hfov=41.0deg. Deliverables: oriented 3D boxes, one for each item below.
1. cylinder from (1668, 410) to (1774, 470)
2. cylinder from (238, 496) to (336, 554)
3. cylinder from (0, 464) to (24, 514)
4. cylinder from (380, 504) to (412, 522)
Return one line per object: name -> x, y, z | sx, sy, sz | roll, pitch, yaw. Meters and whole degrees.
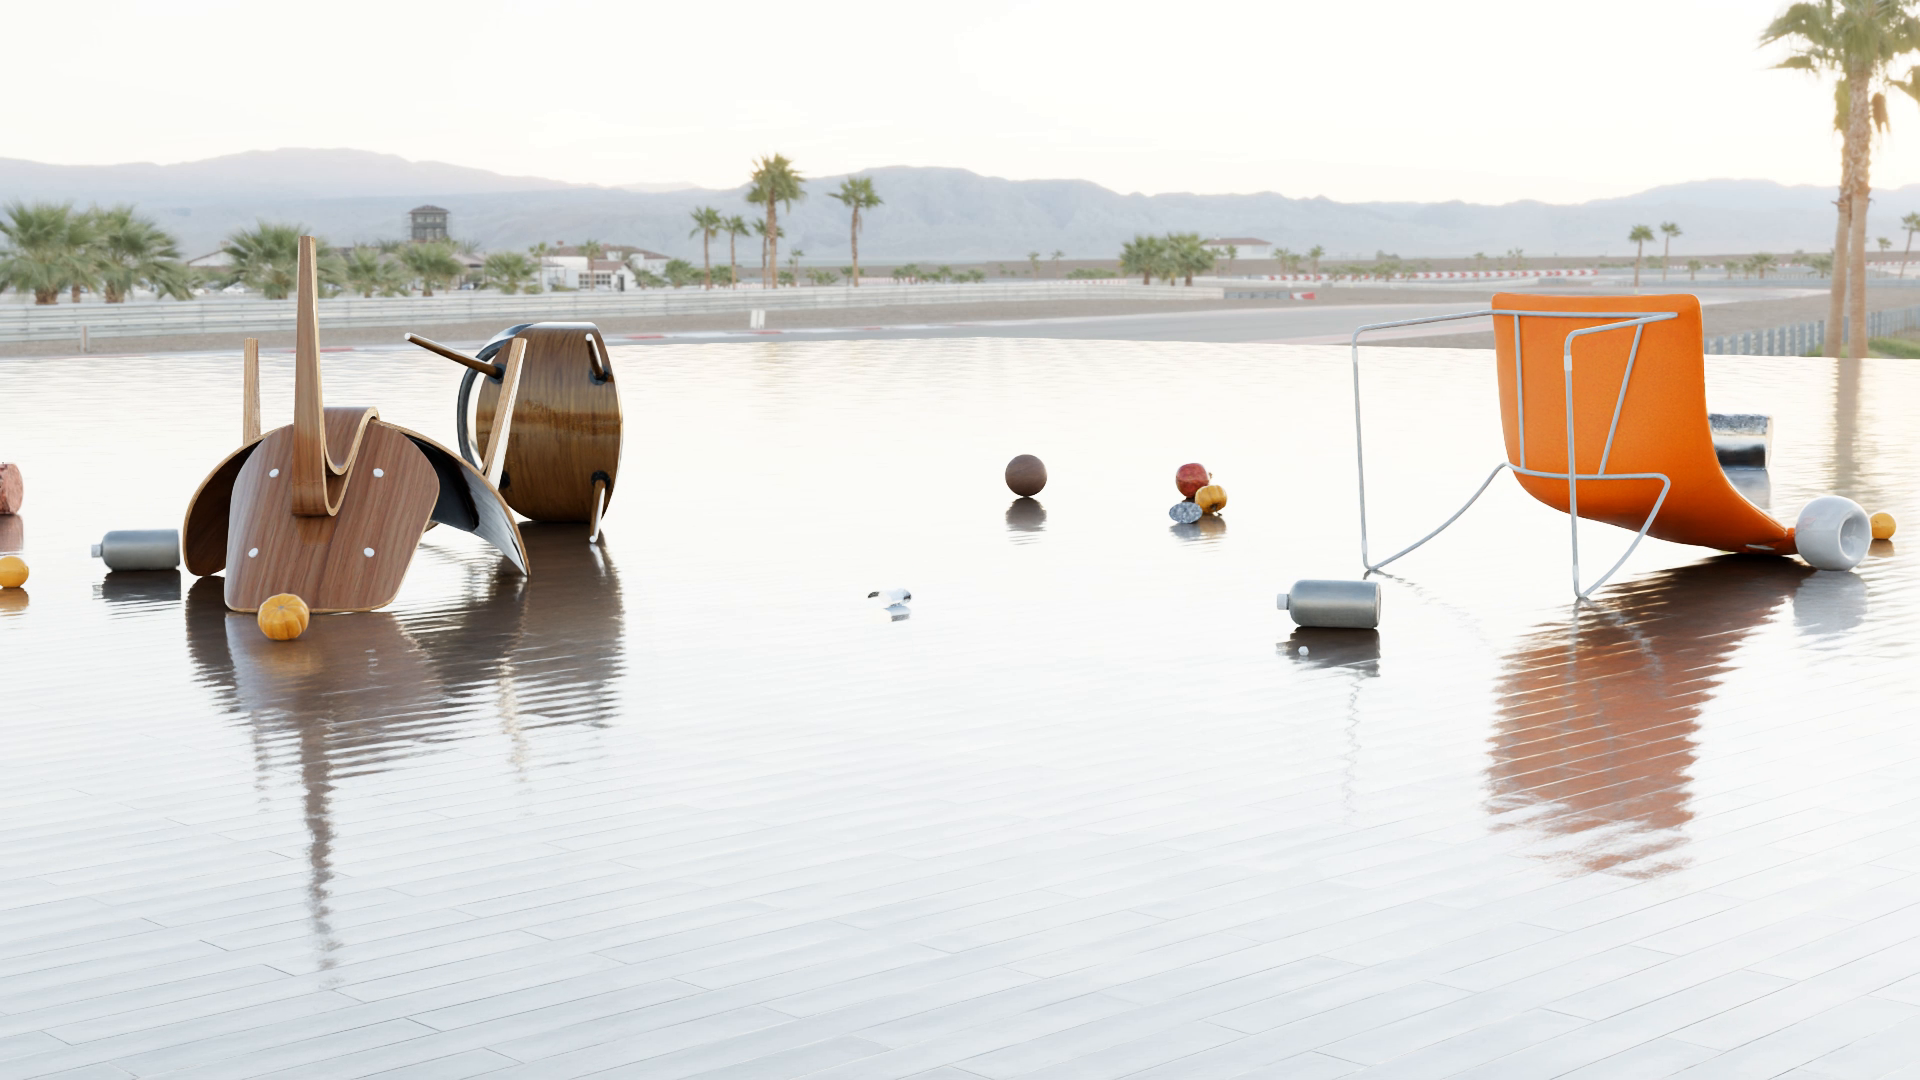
cylinder -> 2.609, -0.342, 8.793 | 0.316, 0.171, 0.263 | 2, 32, 23
cylinder -> -1.627, -0.038, 6.203 | 0.165, 0.119, 0.219 | -2, 6, 6
cylinder -> -2.676, -0.140, 7.088 | 0.122, 0.137, 0.191 | -1, -8, -5
cylinder -> -1.510, -0.072, 6.872 | 0.075, 0.047, 0.061 | -1, 19, -6
